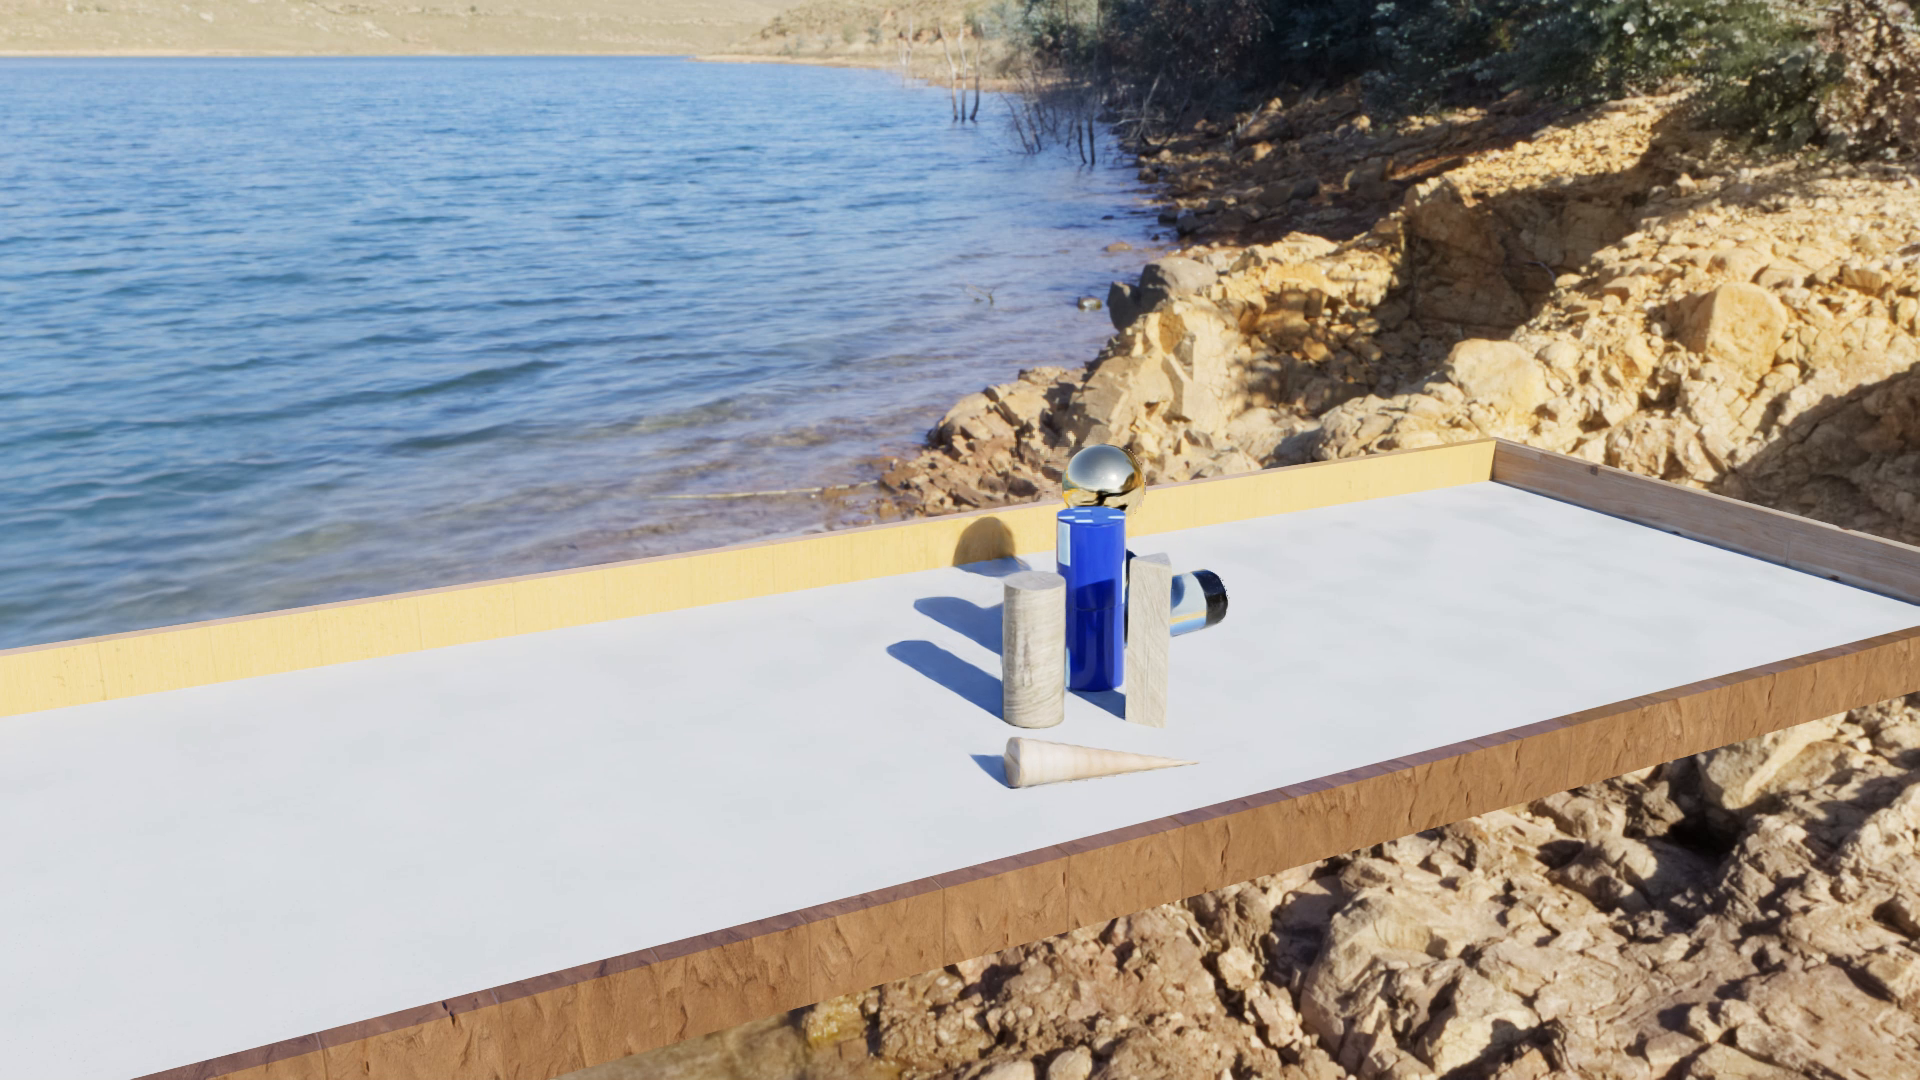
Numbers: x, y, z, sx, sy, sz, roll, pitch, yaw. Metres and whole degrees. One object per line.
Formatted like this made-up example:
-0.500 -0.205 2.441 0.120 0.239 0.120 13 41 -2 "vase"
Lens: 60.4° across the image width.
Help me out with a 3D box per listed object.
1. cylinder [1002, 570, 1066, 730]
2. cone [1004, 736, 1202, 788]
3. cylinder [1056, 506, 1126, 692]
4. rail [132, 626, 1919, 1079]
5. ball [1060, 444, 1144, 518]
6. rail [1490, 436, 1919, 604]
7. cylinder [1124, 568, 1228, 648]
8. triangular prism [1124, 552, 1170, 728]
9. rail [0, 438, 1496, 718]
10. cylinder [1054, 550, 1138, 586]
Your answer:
0.174 0.257 3.871 0.147 0.342 0.147 0 16 0 "cylinder"
0.328 0.486 3.604 0.449 0.109 0.109 3 15 -17 "cone"
0.325 0.144 4.097 0.169 0.429 0.169 -1 16 0 "cylinder"
-2.336 1.006 1.665 12.000 0.150 0.050 -9 18 -27 "rail"
0.393 -0.152 4.555 0.228 0.228 0.228 0 16 0 "ball"
2.466 -0.048 5.253 0.050 0.150 2.100 -9 18 -27 "rail"
0.538 0.185 4.444 0.345 0.159 0.159 -11 19 -32 "cylinder"
0.456 0.231 3.856 0.101 0.401 0.088 9 19 29 "triangular prism"
-3.305 0.497 3.399 12.000 0.150 0.050 -9 18 -27 "rail"
0.350 0.139 4.617 0.150 0.150 0.391 13 21 37 "cylinder"
